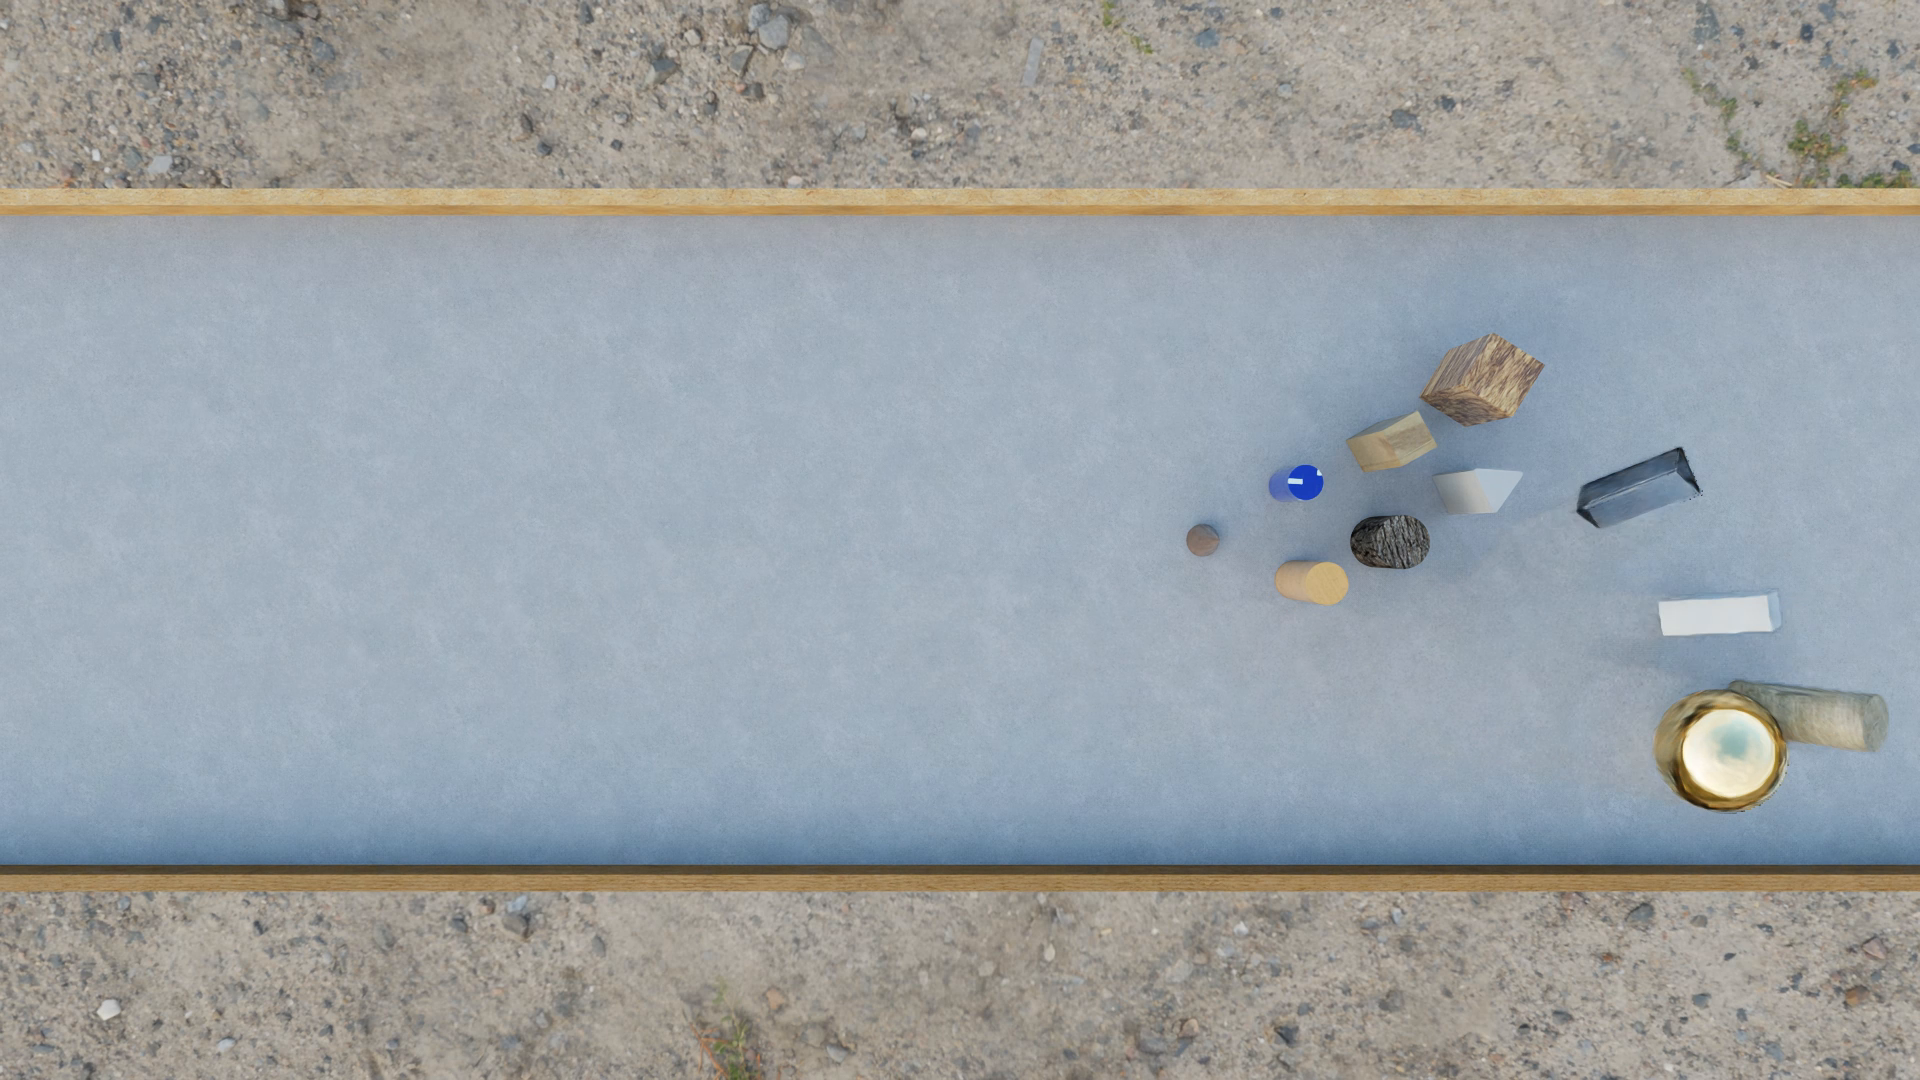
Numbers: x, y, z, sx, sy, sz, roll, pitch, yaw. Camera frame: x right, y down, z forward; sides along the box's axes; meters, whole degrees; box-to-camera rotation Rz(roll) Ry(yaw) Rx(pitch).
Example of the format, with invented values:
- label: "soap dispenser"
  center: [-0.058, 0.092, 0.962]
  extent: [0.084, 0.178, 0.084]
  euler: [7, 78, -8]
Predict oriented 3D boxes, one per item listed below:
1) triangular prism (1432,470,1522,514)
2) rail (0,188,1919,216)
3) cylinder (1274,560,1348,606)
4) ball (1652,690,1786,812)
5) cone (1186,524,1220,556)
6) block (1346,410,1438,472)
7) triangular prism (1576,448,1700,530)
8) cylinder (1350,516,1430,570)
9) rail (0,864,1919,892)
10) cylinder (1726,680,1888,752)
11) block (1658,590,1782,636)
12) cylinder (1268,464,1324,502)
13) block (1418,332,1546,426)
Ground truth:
- label: "triangular prism"
  center: [1.502, -0.166, 4.868]
  extent: [0.118, 0.418, 0.136]
  euler: [35, 90, 0]
- label: "rail"
  center: [-2.247, -1.025, 5.002]
  extent: [12.000, 0.150, 0.050]
  euler: [0, 90, 0]
- label: "cylinder"
  center: [1.029, 0.122, 4.850]
  extent: [0.121, 0.452, 0.121]
  euler: [0, 90, 0]
- label: "ball"
  center: [2.219, 0.615, 4.823]
  extent: [0.356, 0.356, 0.356]
  euler: [0, 90, 0]
- label: "cone"
  center: [0.747, 0.001, 4.908]
  extent: [0.101, 0.336, 0.101]
  euler: [0, 90, 0]
- label: "block"
  center: [1.264, -0.285, 4.855]
  extent: [0.115, 0.443, 0.115]
  euler: [-30, 90, 0]
- label: "triangular prism"
  center: [2.005, -0.147, 4.915]
  extent: [0.314, 0.124, 0.144]
  euler: [-27, 78, 40]
- label: "cylinder"
  center: [1.279, 0.006, 4.919]
  extent: [0.157, 0.314, 0.157]
  euler: [0, 90, 0]
- label: "rail"
  center: [-2.247, 1.025, 5.001]
  extent: [12.000, 0.150, 0.050]
  euler: [0, 90, 0]
- label: "cylinder"
  center: [2.488, 0.516, 4.866]
  extent: [0.165, 0.406, 0.165]
  euler: [-2, 93, -38]
- label: "block"
  center: [2.263, 0.218, 4.918]
  extent: [0.307, 0.104, 0.104]
  euler: [-6, 94, 42]
- label: "cylinder"
  center: [1.001, -0.167, 4.925]
  extent: [0.102, 0.302, 0.102]
  euler: [0, 90, 0]
- label: "block"
  center: [1.529, -0.466, 4.859]
  extent: [0.172, 0.435, 0.172]
  euler: [32, 90, 0]
